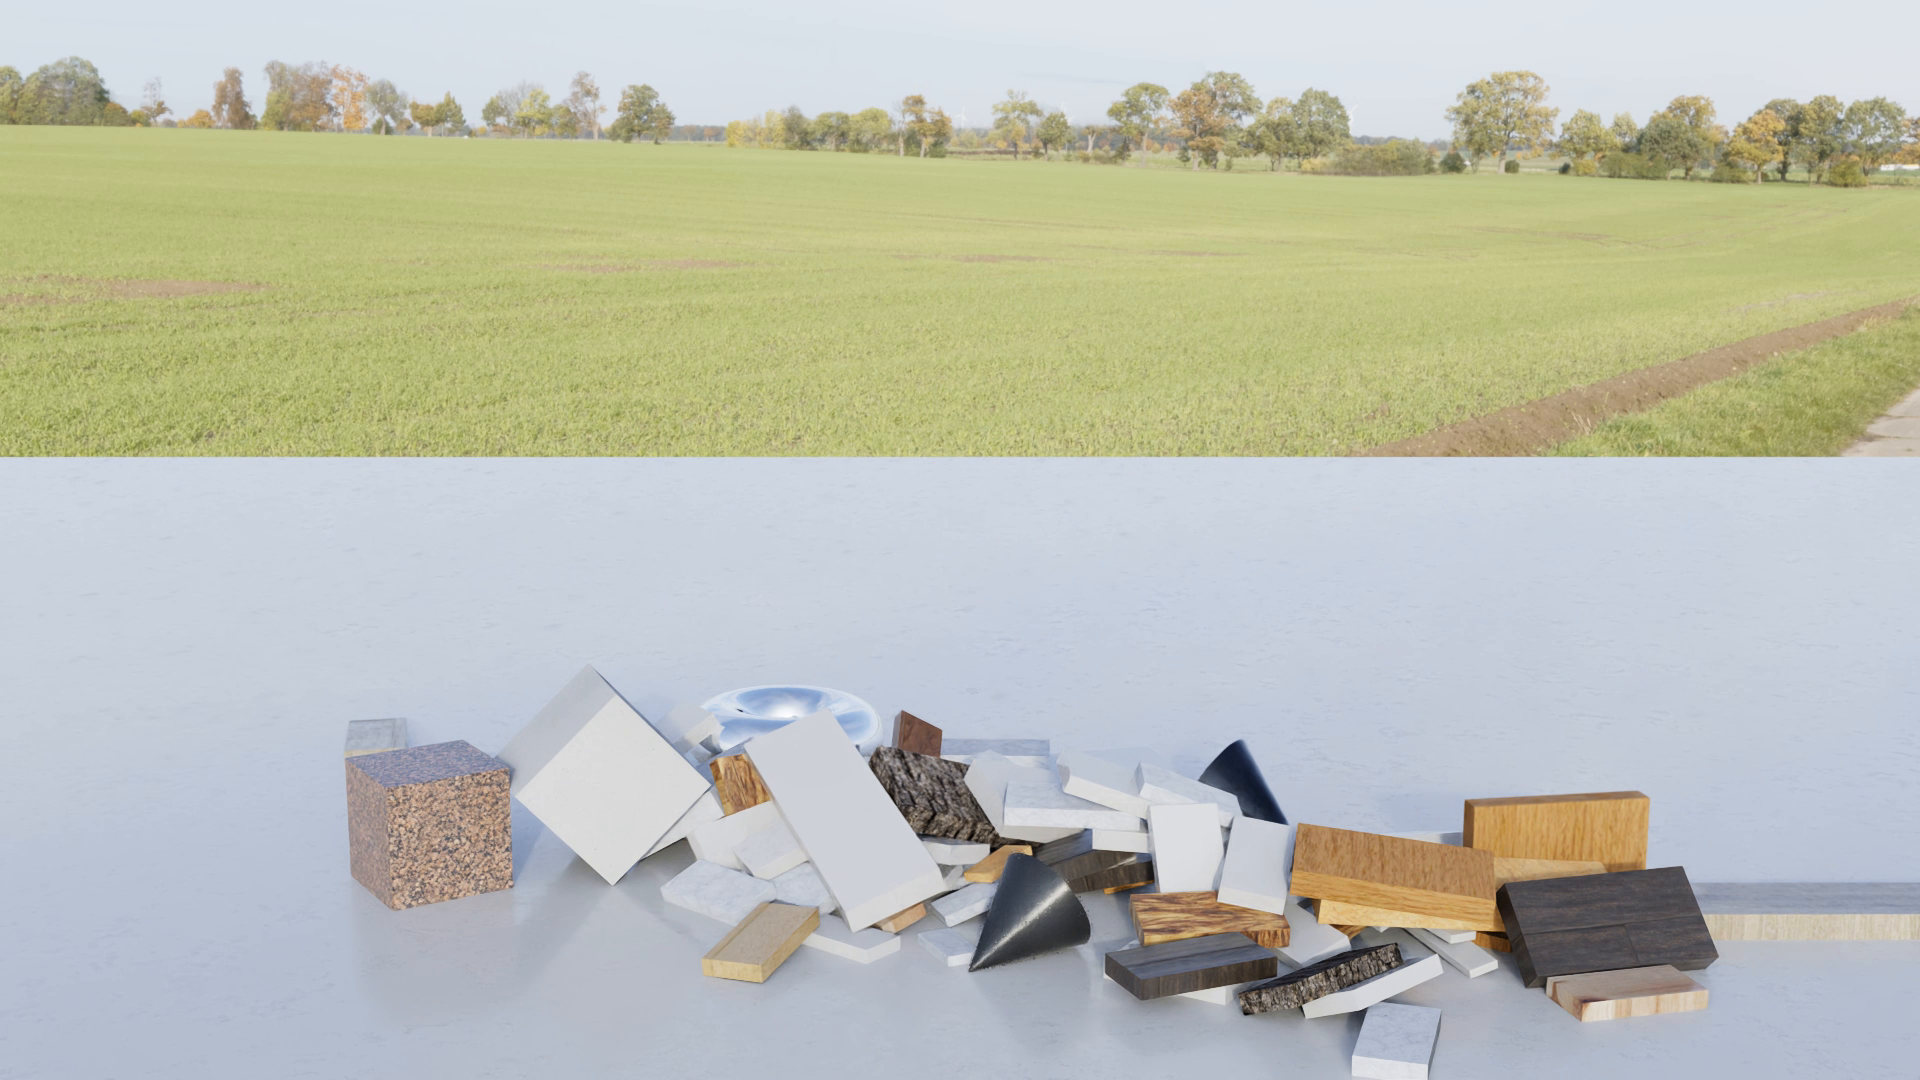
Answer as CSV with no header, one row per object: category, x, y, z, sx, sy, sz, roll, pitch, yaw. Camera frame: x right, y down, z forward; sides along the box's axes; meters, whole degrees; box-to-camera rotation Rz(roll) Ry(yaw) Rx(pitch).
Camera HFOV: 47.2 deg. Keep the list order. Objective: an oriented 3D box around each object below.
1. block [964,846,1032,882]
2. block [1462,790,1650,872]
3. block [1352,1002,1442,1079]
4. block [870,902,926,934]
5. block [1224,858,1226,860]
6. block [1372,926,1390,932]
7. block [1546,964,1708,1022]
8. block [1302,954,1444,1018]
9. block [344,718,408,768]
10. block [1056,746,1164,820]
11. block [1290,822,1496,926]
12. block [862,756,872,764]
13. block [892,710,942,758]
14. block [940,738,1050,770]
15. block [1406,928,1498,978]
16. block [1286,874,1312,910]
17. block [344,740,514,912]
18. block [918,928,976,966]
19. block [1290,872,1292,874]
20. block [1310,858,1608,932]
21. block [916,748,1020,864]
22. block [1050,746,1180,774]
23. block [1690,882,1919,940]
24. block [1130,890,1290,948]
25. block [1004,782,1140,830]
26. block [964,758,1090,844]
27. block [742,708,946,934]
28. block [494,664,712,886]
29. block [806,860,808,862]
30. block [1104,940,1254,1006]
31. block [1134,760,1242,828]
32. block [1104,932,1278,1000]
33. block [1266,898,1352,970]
block,0.063,0.532,3.618,0.056,0.016,0.112,-5,14,42
block,0.964,0.491,3.562,0.299,0.149,0.042,-2,11,-9
block,0.605,0.693,3.038,0.100,0.028,0.200,3,11,17
block,-0.127,0.589,3.543,0.079,0.022,0.157,-26,21,-23
block,0.388,0.548,3.667,0.131,0.019,0.066,-29,7,9
block,0.643,0.576,3.451,0.048,0.014,0.096,-27,34,-25
block,0.973,0.661,3.209,0.203,0.029,0.101,-3,11,-14
block,0.597,0.646,3.184,0.203,0.029,0.101,-10,-10,-42
block,-1.199,0.415,4.522,0.118,0.033,0.236,-2,11,-12
block,0.270,0.407,3.590,0.220,0.031,0.110,20,17,-11
block,0.669,0.514,3.400,0.304,0.043,0.152,7,22,9
block,-0.135,0.436,4.153,0.183,0.026,0.091,2,11,9
block,-0.084,0.418,4.057,0.091,0.026,0.217,28,38,-19
block,0.055,0.416,4.241,0.236,0.033,0.118,0,11,2
block,0.721,0.599,3.483,0.048,0.014,0.392,-17,19,-15
block,0.513,0.568,3.601,0.069,0.020,0.138,-22,30,-17
block,-0.896,0.477,3.708,0.209,0.209,0.209,-7,13,-33
block,-0.017,0.631,3.408,0.056,0.016,0.112,-5,12,-25
block,0.557,0.576,3.695,0.122,0.017,0.061,-3,11,-13
block,0.787,0.551,3.443,0.477,0.043,0.152,3,22,-2
block,0.011,0.480,3.947,0.177,0.050,0.354,26,26,31
block,-0.005,0.470,4.179,0.833,0.050,0.177,-3,11,-15
block,1.382,0.595,3.528,0.945,0.042,0.149,0,11,0
block,0.383,0.585,3.383,0.226,0.032,0.113,-1,24,-7
block,0.186,0.438,3.632,0.220,0.031,0.110,2,16,4
block,0.180,0.466,3.819,0.324,0.046,0.162,13,24,-32
block,-0.200,0.453,3.641,0.162,0.046,0.515,-23,33,-13
block,-0.619,0.399,3.787,0.235,0.235,0.235,-46,22,-8
block,-0.183,0.534,3.708,0.110,0.031,0.221,7,-3,-31
block,0.327,0.646,3.291,0.200,0.028,0.100,6,12,31
block,0.373,0.418,3.594,0.174,0.025,0.087,20,17,-8
block,0.340,0.625,3.236,0.226,0.032,0.113,-5,11,-23
block,0.495,0.602,3.446,0.087,0.025,0.294,-27,20,-17
